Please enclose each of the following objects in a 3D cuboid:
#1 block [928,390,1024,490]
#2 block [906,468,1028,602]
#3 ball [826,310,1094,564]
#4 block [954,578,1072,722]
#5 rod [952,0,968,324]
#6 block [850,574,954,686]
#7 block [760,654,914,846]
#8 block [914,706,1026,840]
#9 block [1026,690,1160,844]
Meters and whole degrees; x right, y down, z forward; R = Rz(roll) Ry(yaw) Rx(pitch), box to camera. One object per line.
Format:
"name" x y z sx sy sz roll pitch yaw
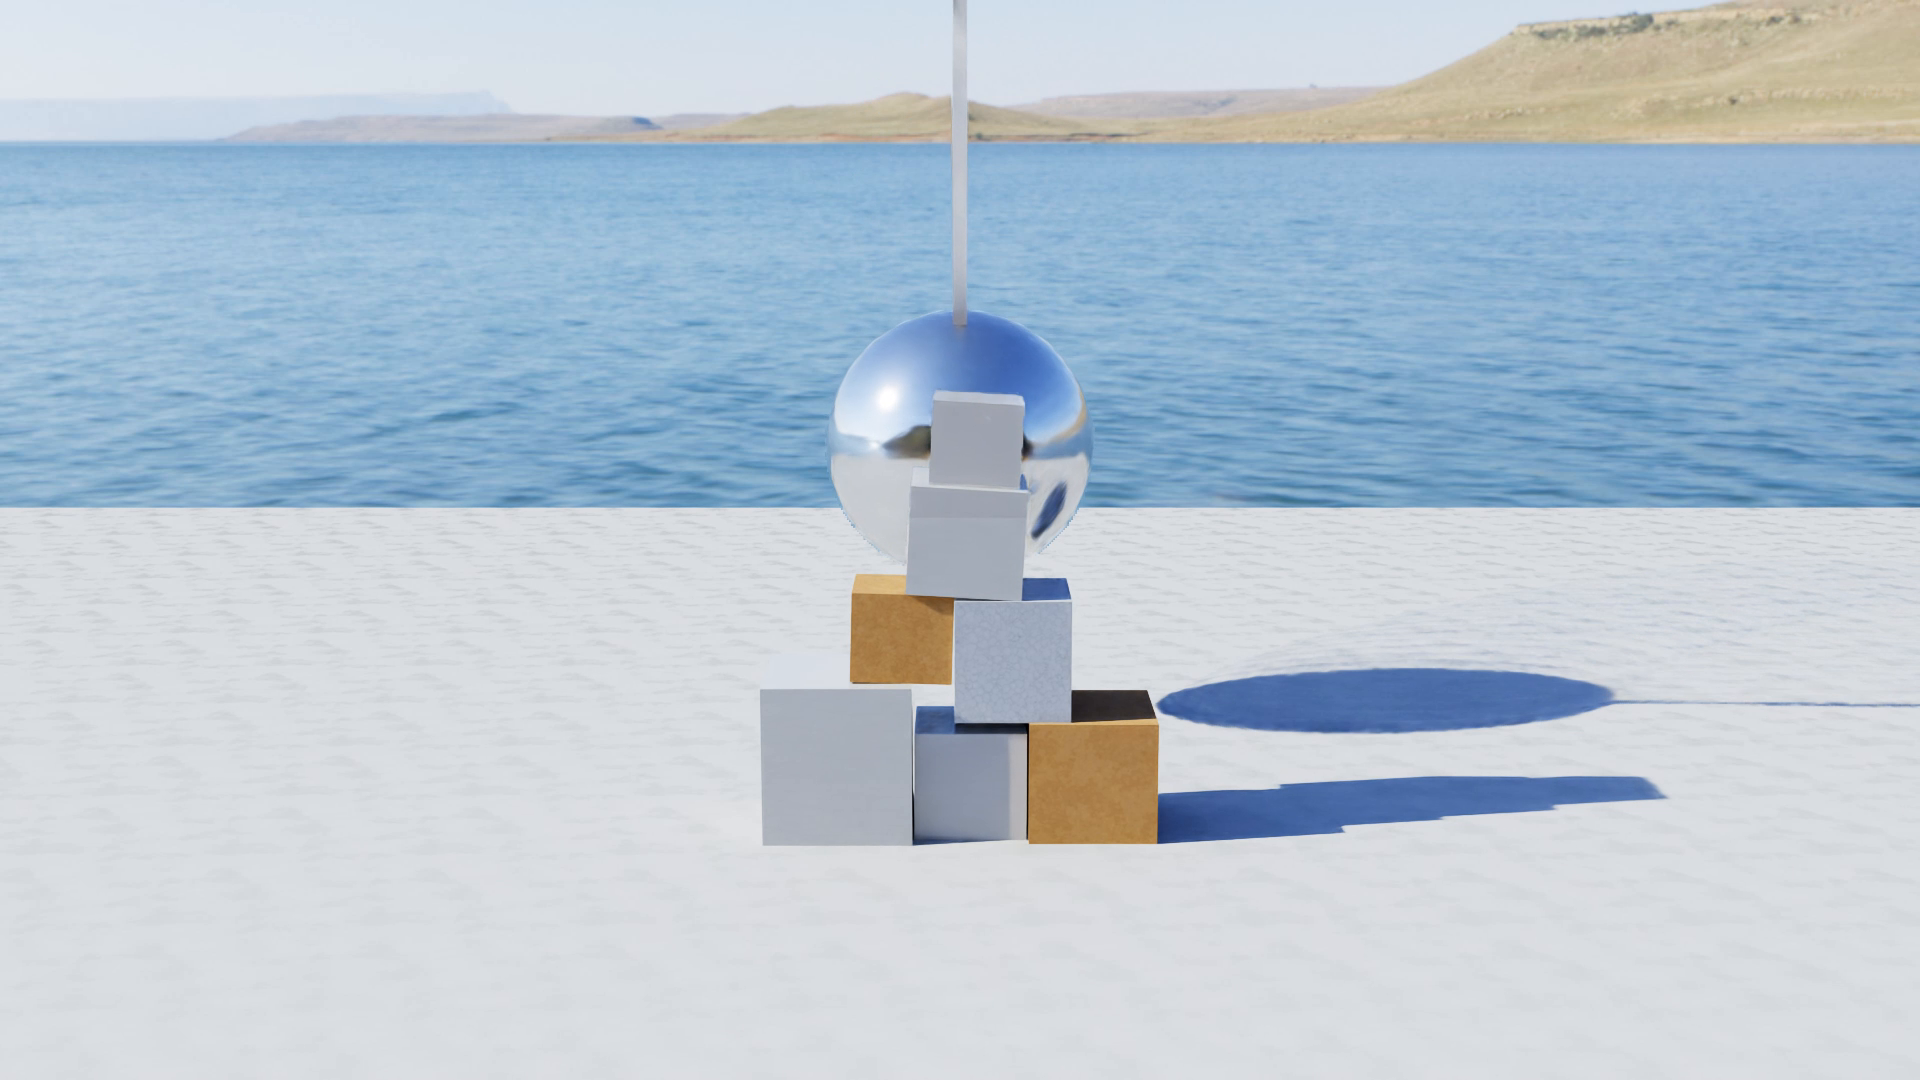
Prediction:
"block" 0.082 -0.507 11.082 0.451 0.422 0.432 3 10 -1
"block" 0.033 -0.037 11.190 0.578 0.546 0.635 3 10 -1
"ball" 0.000 -0.581 13.183 1.600 1.600 1.600 0 10 0
"block" 0.265 0.558 11.277 0.586 0.622 0.603 0 10 0
"rod" 0.000 -3.510 11.456 0.080 5.200 0.080 0 31 0
"block" -0.291 0.451 11.245 0.513 0.457 0.500 2 10 0
"block" -0.618 1.073 11.389 0.755 0.814 0.766 0 10 0
"block" 0.053 1.201 11.404 0.568 0.556 0.564 0 10 0
"block" 0.672 1.167 11.406 0.649 0.622 0.713 0 10 0
